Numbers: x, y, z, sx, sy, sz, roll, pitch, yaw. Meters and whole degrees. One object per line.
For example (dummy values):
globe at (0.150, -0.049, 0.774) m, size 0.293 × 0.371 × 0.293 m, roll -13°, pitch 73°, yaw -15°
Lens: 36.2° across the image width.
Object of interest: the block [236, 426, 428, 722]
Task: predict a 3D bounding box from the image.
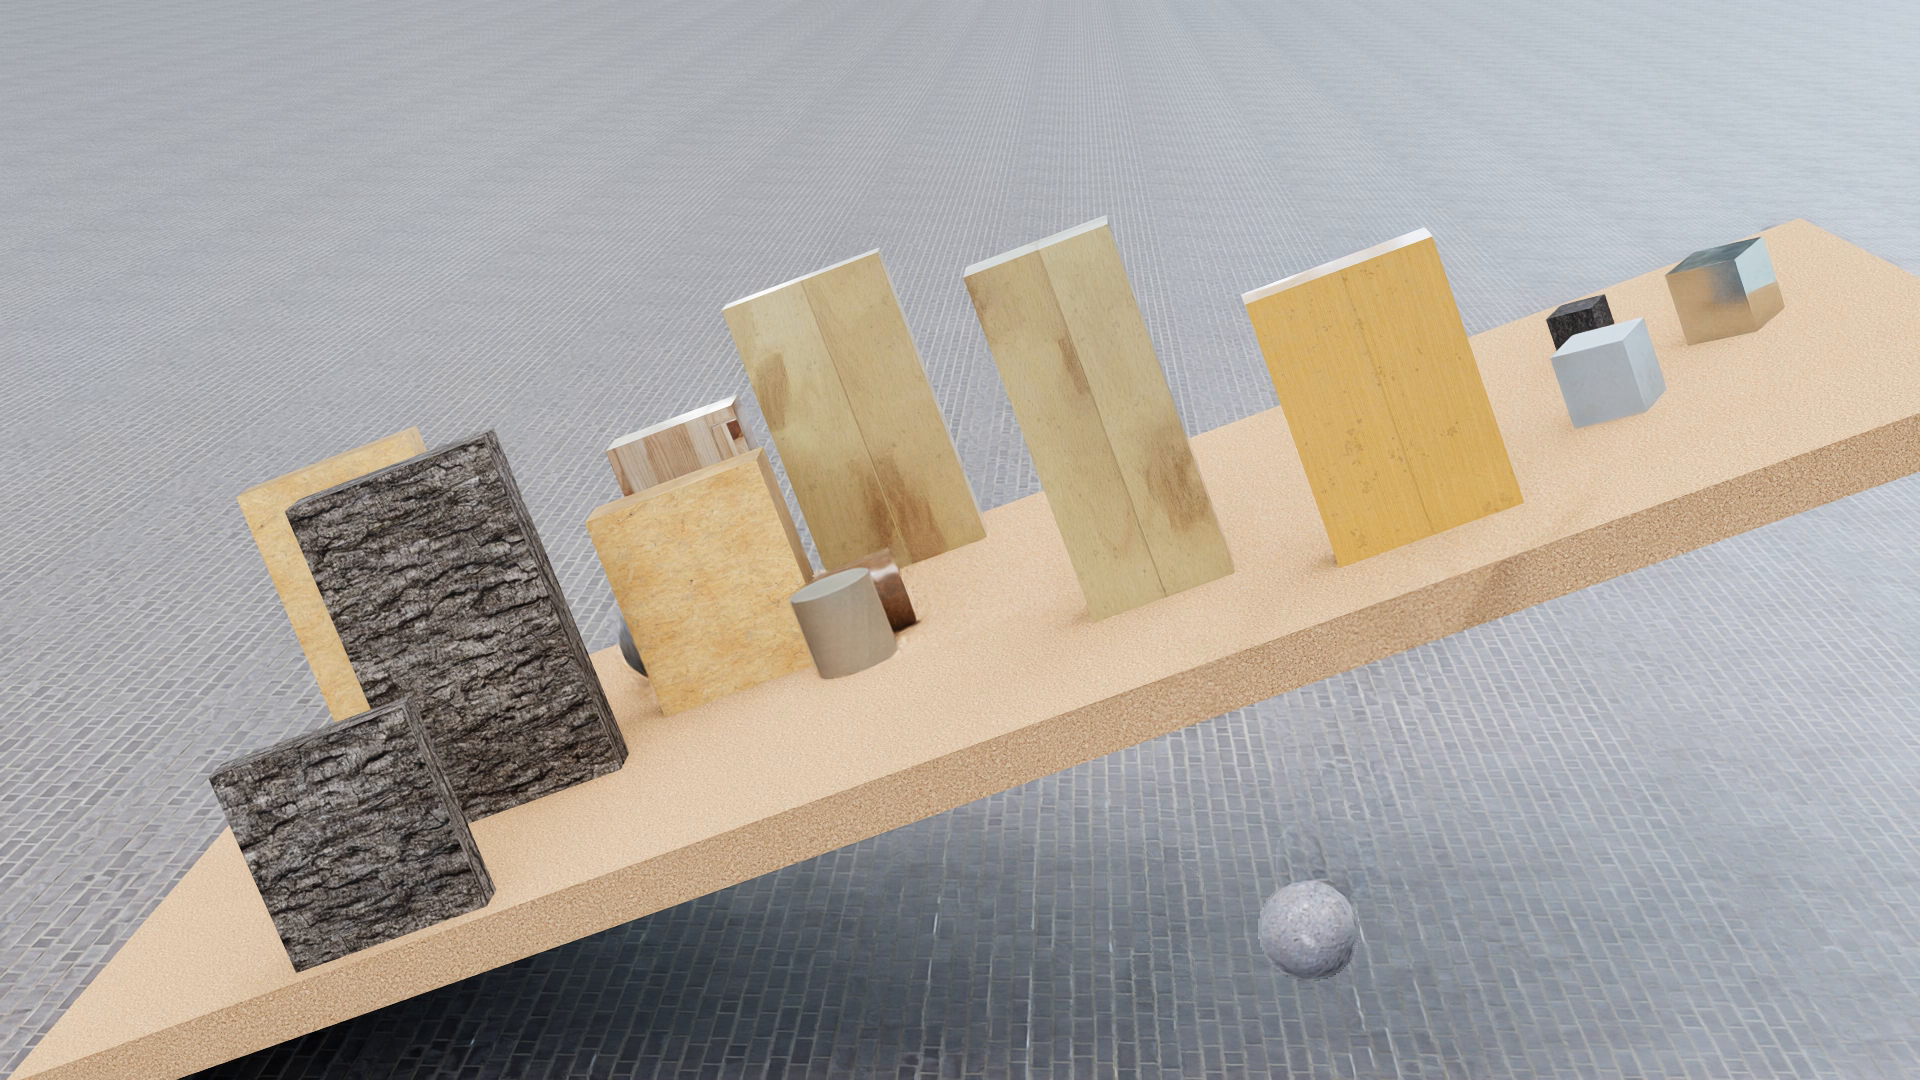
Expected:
block at (-1.305, 0.163, 6.749) m, size 0.422 × 0.748 × 0.100 m, roll -20°, pitch 12°, yaw 7°

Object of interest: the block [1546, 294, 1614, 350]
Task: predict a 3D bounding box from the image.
block at (1.374, -0.465, 6.487) m, size 0.107 × 0.107 × 0.107 m, roll -14°, pitch 14°, yaw 33°

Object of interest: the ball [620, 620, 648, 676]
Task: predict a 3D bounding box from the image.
ball at (-0.691, 0.225, 6.782) m, size 0.189 × 0.189 × 0.189 m, roll 0°, pitch 13°, yaw 0°

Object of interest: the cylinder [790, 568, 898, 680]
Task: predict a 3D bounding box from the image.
cylinder at (-0.245, 0.177, 6.232) m, size 0.179 × 0.179 × 0.179 m, roll -20°, pitch 12°, yaw 4°

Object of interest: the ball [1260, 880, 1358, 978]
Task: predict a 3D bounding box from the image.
ball at (0.603, 0.674, 5.085) m, size 0.168 × 0.168 × 0.168 m, roll 0°, pitch 13°, yaw 0°

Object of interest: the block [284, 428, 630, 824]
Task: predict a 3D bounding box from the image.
block at (-1.042, 0.196, 6.129) m, size 0.442 × 0.749 × 0.119 m, roll -20°, pitch 12°, yaw 7°

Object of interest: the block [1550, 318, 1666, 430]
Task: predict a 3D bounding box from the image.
block at (1.301, -0.334, 5.898) m, size 0.154 × 0.154 × 0.154 m, roll -14°, pitch 14°, yaw 33°

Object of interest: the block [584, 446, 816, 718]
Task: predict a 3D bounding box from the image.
block at (-0.536, 0.092, 6.423) m, size 0.398 × 0.465 × 0.149 m, roll -20°, pitch 12°, yaw 7°

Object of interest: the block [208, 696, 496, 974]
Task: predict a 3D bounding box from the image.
block at (-1.137, 0.552, 5.515) m, size 0.392 × 0.410 × 0.089 m, roll -20°, pitch 12°, yaw 7°

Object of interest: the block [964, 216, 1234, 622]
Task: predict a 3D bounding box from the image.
block at (0.277, -0.238, 5.817) m, size 0.296 × 0.735 × 0.149 m, roll -20°, pitch 12°, yaw 7°

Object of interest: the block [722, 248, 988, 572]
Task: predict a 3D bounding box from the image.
block at (-0.244, -0.281, 6.965) m, size 0.390 × 0.725 × 0.087 m, roll -20°, pitch 12°, yaw 7°

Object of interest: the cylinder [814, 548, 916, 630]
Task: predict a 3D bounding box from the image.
cylinder at (-0.206, 0.127, 6.408) m, size 0.173 × 0.173 × 0.173 m, roll -22°, pitch 15°, yaw -3°

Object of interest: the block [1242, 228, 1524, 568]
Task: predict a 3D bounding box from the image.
block at (0.794, -0.267, 5.534) m, size 0.364 × 0.535 × 0.128 m, roll -20°, pitch 12°, yaw 7°

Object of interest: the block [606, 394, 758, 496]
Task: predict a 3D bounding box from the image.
block at (-0.575, -0.030, 6.886) m, size 0.313 × 0.531 × 0.140 m, roll -20°, pitch 12°, yaw 7°

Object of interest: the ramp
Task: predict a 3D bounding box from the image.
ramp at (0.118, 0.176, 6.295) m, size 4.000 × 0.100 × 2.000 m, roll -20°, pitch 12°, yaw 7°

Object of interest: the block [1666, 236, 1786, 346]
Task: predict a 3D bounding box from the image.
block at (1.613, -0.525, 6.201) m, size 0.160 × 0.160 × 0.160 m, roll -11°, pitch 15°, yaw 40°
